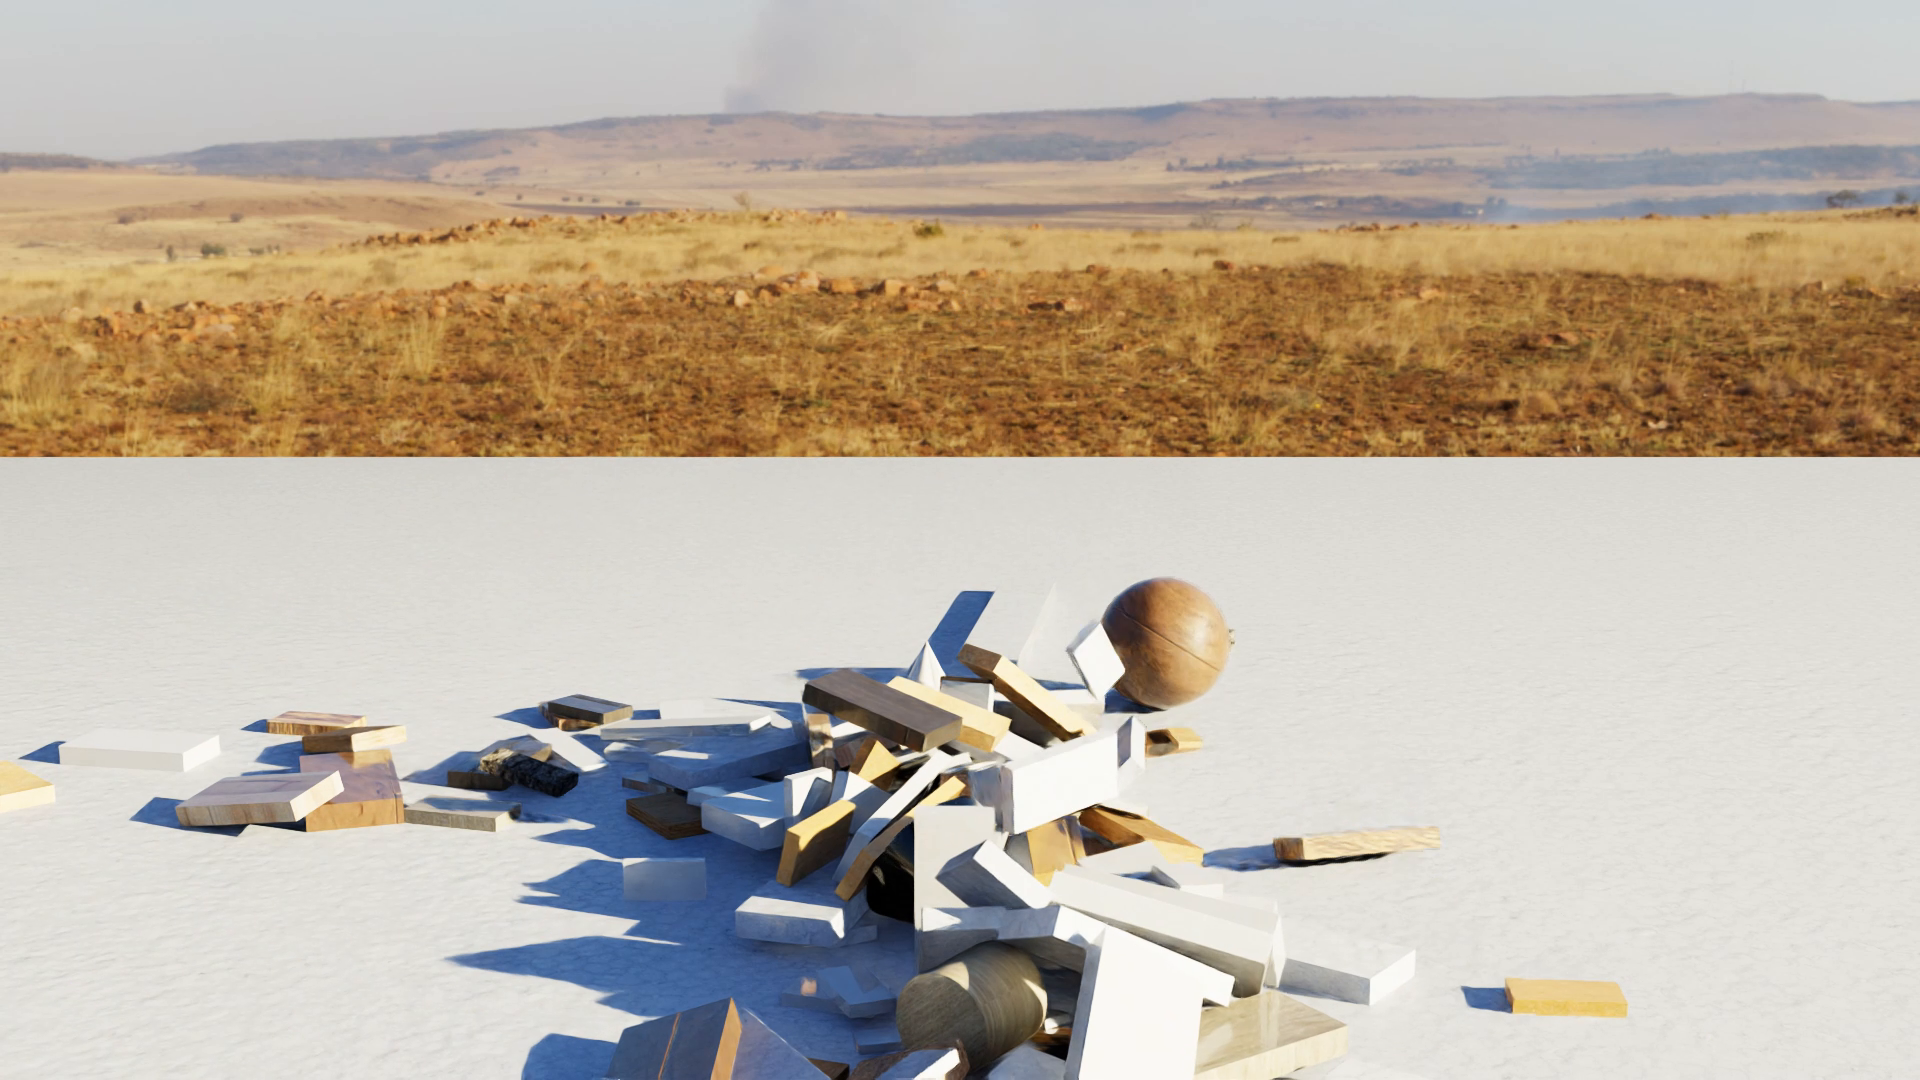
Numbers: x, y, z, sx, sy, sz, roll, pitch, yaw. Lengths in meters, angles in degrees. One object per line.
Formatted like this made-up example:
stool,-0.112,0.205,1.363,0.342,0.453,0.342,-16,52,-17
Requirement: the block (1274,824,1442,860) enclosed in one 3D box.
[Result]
block,0.690,0.525,3.824,0.256,0.036,0.128,-3,-6,-16

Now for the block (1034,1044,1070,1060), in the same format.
block,0.170,0.706,2.990,0.139,0.020,0.069,-4,11,-19

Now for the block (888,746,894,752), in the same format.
block,-0.100,0.403,4.412,0.161,0.023,0.081,-23,38,-19

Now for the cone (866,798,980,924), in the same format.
cone,0.022,0.575,3.453,0.242,0.242,0.242,-10,41,-43

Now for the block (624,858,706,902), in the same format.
block,-0.488,0.561,3.639,0.134,0.067,0.019,0,11,-2

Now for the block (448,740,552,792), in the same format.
block,-0.910,0.445,4.358,0.115,0.033,0.230,3,11,14

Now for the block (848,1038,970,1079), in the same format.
block,-0.090,0.708,2.760,0.144,0.041,0.287,-16,3,14

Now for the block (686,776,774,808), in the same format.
block,-0.415,0.478,4.121,0.095,0.027,0.189,10,7,30

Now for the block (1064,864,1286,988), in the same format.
block,0.304,0.554,3.159,0.314,0.044,0.157,11,-31,19

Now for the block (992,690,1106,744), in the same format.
block,0.161,0.367,4.526,0.258,0.129,0.037,-1,47,-8

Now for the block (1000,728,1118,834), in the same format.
block,0.174,0.417,3.812,0.236,0.118,0.033,-15,23,-35

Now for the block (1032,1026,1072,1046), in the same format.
block,0.150,0.686,3.038,0.049,0.014,0.097,-1,-6,-43

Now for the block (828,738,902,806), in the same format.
block,-0.174,0.444,3.820,0.026,0.182,0.091,13,-25,38

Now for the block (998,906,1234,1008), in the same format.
block,0.214,0.575,3.021,0.293,0.042,0.147,26,-23,-23

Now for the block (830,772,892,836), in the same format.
block,-0.158,0.474,3.790,0.027,0.095,0.191,-1,-24,34

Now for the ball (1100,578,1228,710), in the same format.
ball,0.444,0.227,4.831,0.290,0.290,0.290,0,11,0

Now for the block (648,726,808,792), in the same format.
block,-0.447,0.426,4.305,0.294,0.042,0.147,-12,16,-41

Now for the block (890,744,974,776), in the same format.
block,-0.062,0.415,4.163,0.184,0.026,0.092,3,-32,-39

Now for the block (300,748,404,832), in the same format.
block,-1.157,0.472,4.172,0.172,0.049,0.345,-3,11,-18

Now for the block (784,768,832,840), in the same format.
block,-0.260,0.483,3.777,0.086,0.171,0.024,-10,14,-42

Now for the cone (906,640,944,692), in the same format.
cone,-0.071,0.302,4.730,0.178,0.178,0.178,0,11,0

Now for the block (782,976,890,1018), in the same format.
block,-0.181,0.666,3.206,0.142,0.020,0.071,4,11,19

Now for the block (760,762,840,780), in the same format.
block,-0.339,0.449,4.357,0.347,0.026,0.091,7,13,34

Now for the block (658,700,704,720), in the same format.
block,-0.597,0.381,4.721,0.091,0.026,0.183,-2,11,-10

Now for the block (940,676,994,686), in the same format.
block,0.006,0.370,4.300,0.100,0.201,0.028,3,-5,20

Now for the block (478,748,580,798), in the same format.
block,-0.832,0.449,4.247,0.170,0.024,0.085,18,14,12

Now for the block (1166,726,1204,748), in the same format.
block,0.458,0.403,4.489,0.052,0.015,0.104,-2,11,-9

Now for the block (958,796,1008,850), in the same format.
block,0.014,0.505,3.824,0.131,0.037,0.262,1,11,7

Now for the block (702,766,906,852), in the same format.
block,-0.267,0.472,3.904,0.345,0.049,0.172,-9,14,-41

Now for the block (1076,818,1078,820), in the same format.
block,0.174,0.497,4.116,0.136,0.019,0.068,10,15,43

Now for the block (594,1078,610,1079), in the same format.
block,-0.384,0.702,2.575,0.311,0.044,0.156,-7,16,45

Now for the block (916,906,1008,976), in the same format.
block,0.001,0.591,3.136,0.119,0.239,0.034,-1,55,-4

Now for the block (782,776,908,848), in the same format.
block,-0.221,0.495,4.046,0.172,0.049,0.345,9,14,39

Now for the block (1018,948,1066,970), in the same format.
block,0.130,0.606,3.291,0.120,0.034,0.239,10,-2,25

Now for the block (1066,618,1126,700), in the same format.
block,0.221,0.195,3.578,0.019,0.136,0.068,30,69,40

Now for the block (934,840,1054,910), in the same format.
block,0.046,0.490,3.111,0.119,0.034,0.238,40,-20,-1

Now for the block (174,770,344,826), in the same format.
block,-1.281,0.473,4.020,0.273,0.039,0.136,-6,16,25

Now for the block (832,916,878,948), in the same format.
block,-0.210,0.607,3.513,0.086,0.024,0.171,-6,12,-29

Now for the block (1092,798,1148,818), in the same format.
block,0.279,0.474,3.923,0.106,0.015,0.053,15,-11,1

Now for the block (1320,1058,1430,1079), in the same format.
block,0.490,0.737,2.764,0.146,0.041,0.292,7,13,34

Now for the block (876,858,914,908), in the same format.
block,-0.110,0.573,3.692,0.086,0.024,0.171,-2,11,-12

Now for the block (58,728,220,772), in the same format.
block,-1.660,0.425,4.453,0.273,0.039,0.136,2,11,11

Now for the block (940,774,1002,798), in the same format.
block,0.039,0.444,3.943,0.131,0.037,0.262,2,-8,4

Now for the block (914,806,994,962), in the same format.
block,-0.009,0.526,3.360,0.119,0.239,0.034,1,11,3

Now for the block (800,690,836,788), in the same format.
block,-0.257,0.363,3.992,0.037,0.130,0.259,-6,11,-6

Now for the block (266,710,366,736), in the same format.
block,-1.365,0.392,4.667,0.183,0.026,0.091,2,11,13

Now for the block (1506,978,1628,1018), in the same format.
block,0.881,0.666,3.199,0.160,0.023,0.080,1,11,5

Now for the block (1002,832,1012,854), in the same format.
block,0.023,0.521,3.940,0.131,0.037,0.262,1,11,8

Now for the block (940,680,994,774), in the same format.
block,0.007,0.376,4.269,0.100,0.201,0.028,4,-4,20
